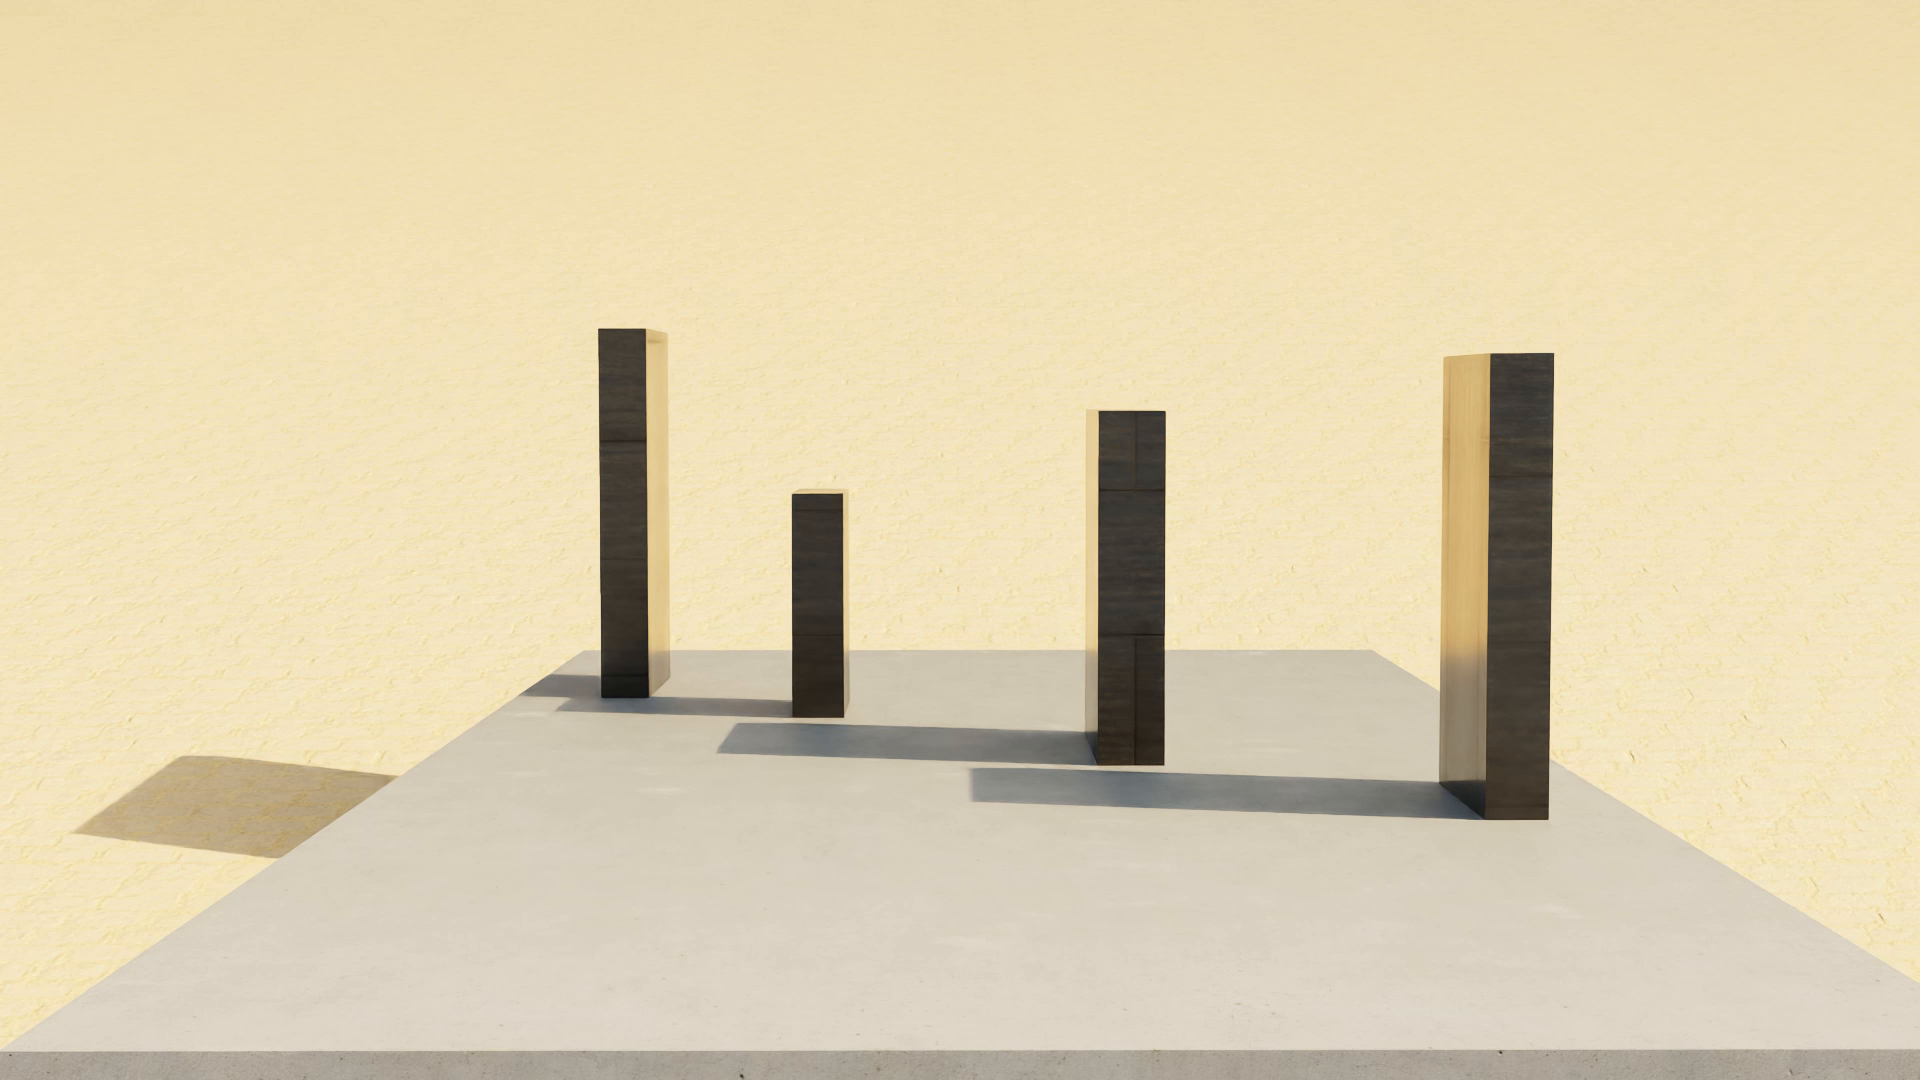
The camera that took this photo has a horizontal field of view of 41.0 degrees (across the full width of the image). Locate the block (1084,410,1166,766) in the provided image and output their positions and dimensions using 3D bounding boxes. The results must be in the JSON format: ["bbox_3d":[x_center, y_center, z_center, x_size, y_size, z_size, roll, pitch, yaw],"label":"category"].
[{"bbox_3d":[0.298,0.073,4.678,0.117,0.618,0.433,0,3,0],"label":"block"}]

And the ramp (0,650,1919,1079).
[{"bbox_3d":[0.049,0.441,4.532,2.000,0.100,4.000,0,3,0],"label":"ramp"}]

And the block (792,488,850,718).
[{"bbox_3d":[-0.285,0.124,5.271,0.104,0.450,0.277,0,3,0],"label":"block"}]

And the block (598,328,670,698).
[{"bbox_3d":[-0.716,-0.067,5.670,0.102,0.787,0.416,0,3,0],"label":"block"}]

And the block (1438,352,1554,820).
[{"bbox_3d":[0.845,0.062,4.068,0.097,0.708,0.374,0,3,0],"label":"block"}]
